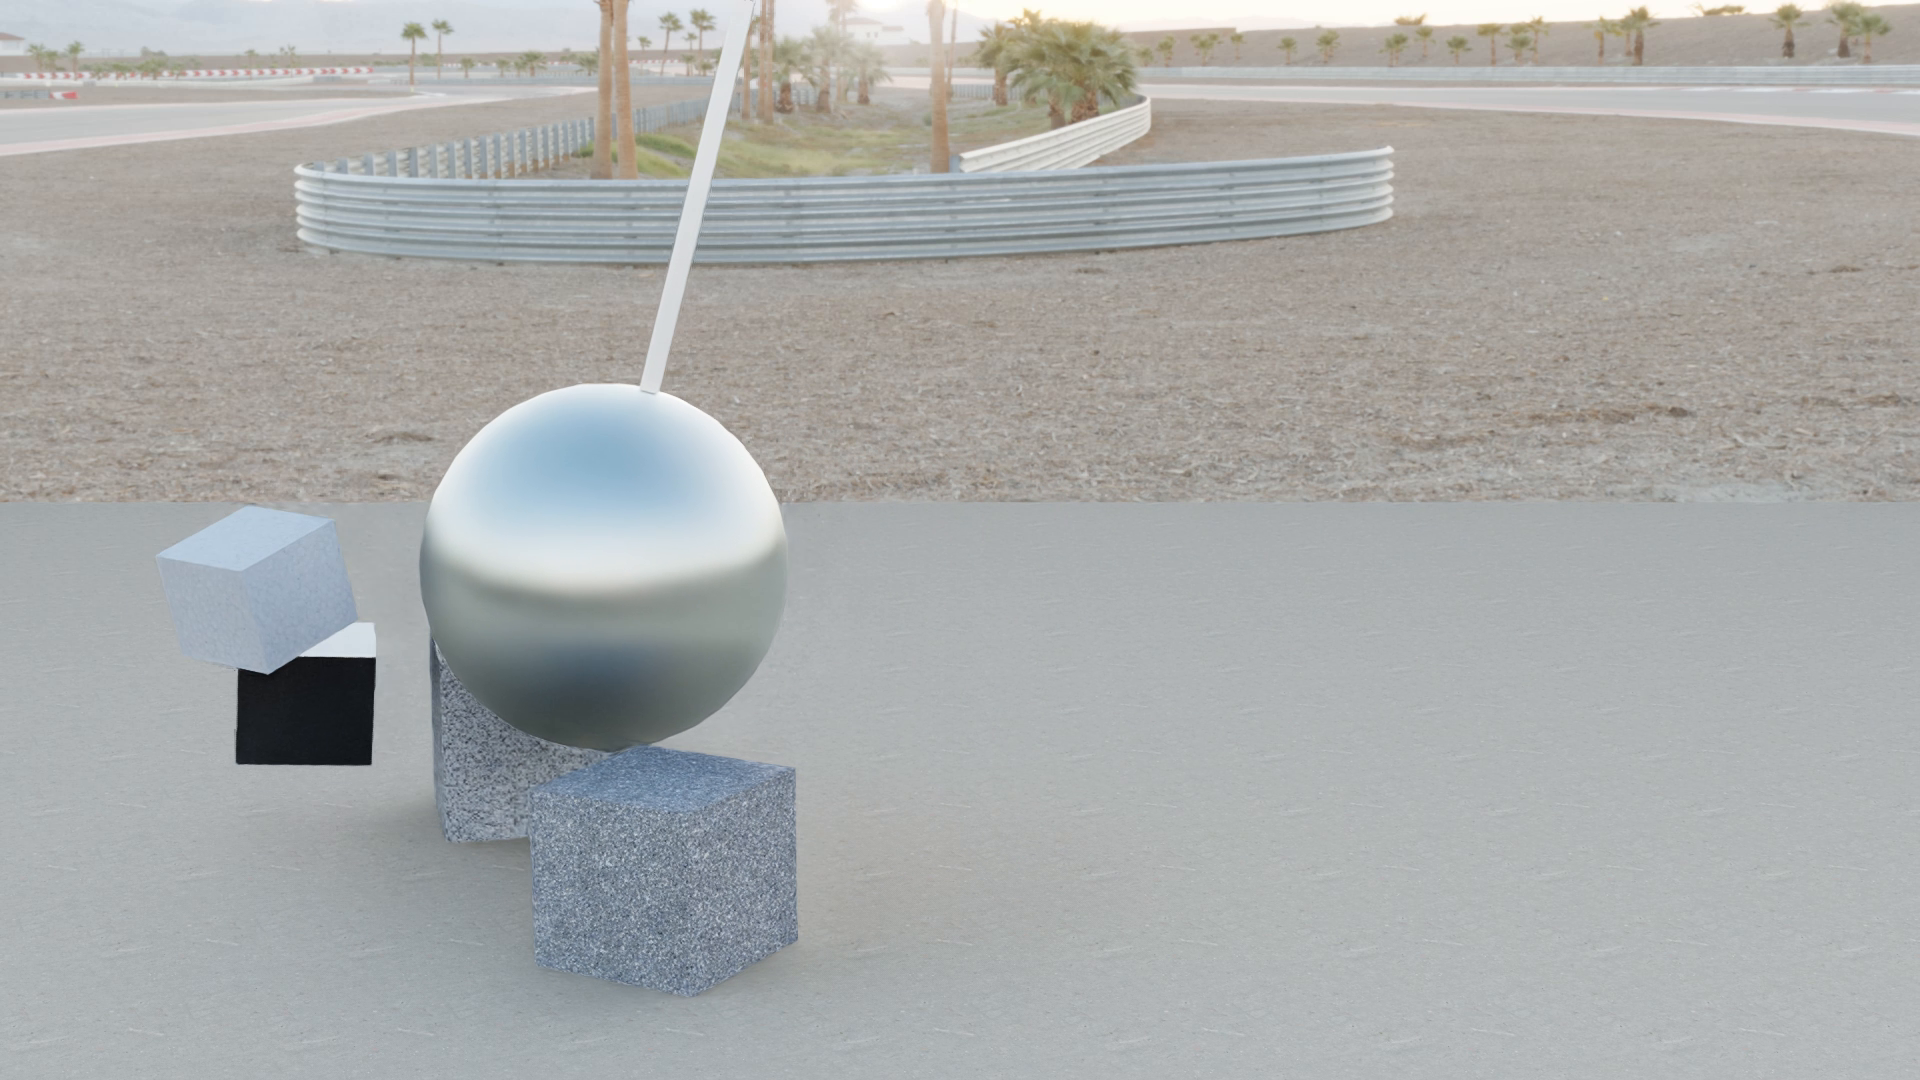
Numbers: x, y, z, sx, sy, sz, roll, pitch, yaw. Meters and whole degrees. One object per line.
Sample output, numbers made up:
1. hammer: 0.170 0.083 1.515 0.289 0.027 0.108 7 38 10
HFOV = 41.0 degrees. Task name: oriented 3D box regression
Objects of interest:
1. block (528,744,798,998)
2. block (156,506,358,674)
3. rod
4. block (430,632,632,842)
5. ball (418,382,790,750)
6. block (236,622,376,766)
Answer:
1. block: -1.181 1.311 10.313 0.754 0.731 0.768 6 12 28
2. block: -3.113 0.213 11.378 0.546 0.496 0.553 8 29 32
3. rod: -0.670 -3.116 10.614 0.080 5.200 0.080 15 10 -3
4. block: -2.061 0.881 12.309 0.878 0.863 0.865 -3 11 -14
5. ball: -1.546 0.116 11.201 1.600 1.600 1.600 0 10 0
6. block: -3.064 0.710 12.036 0.608 0.524 0.565 2 15 -14
